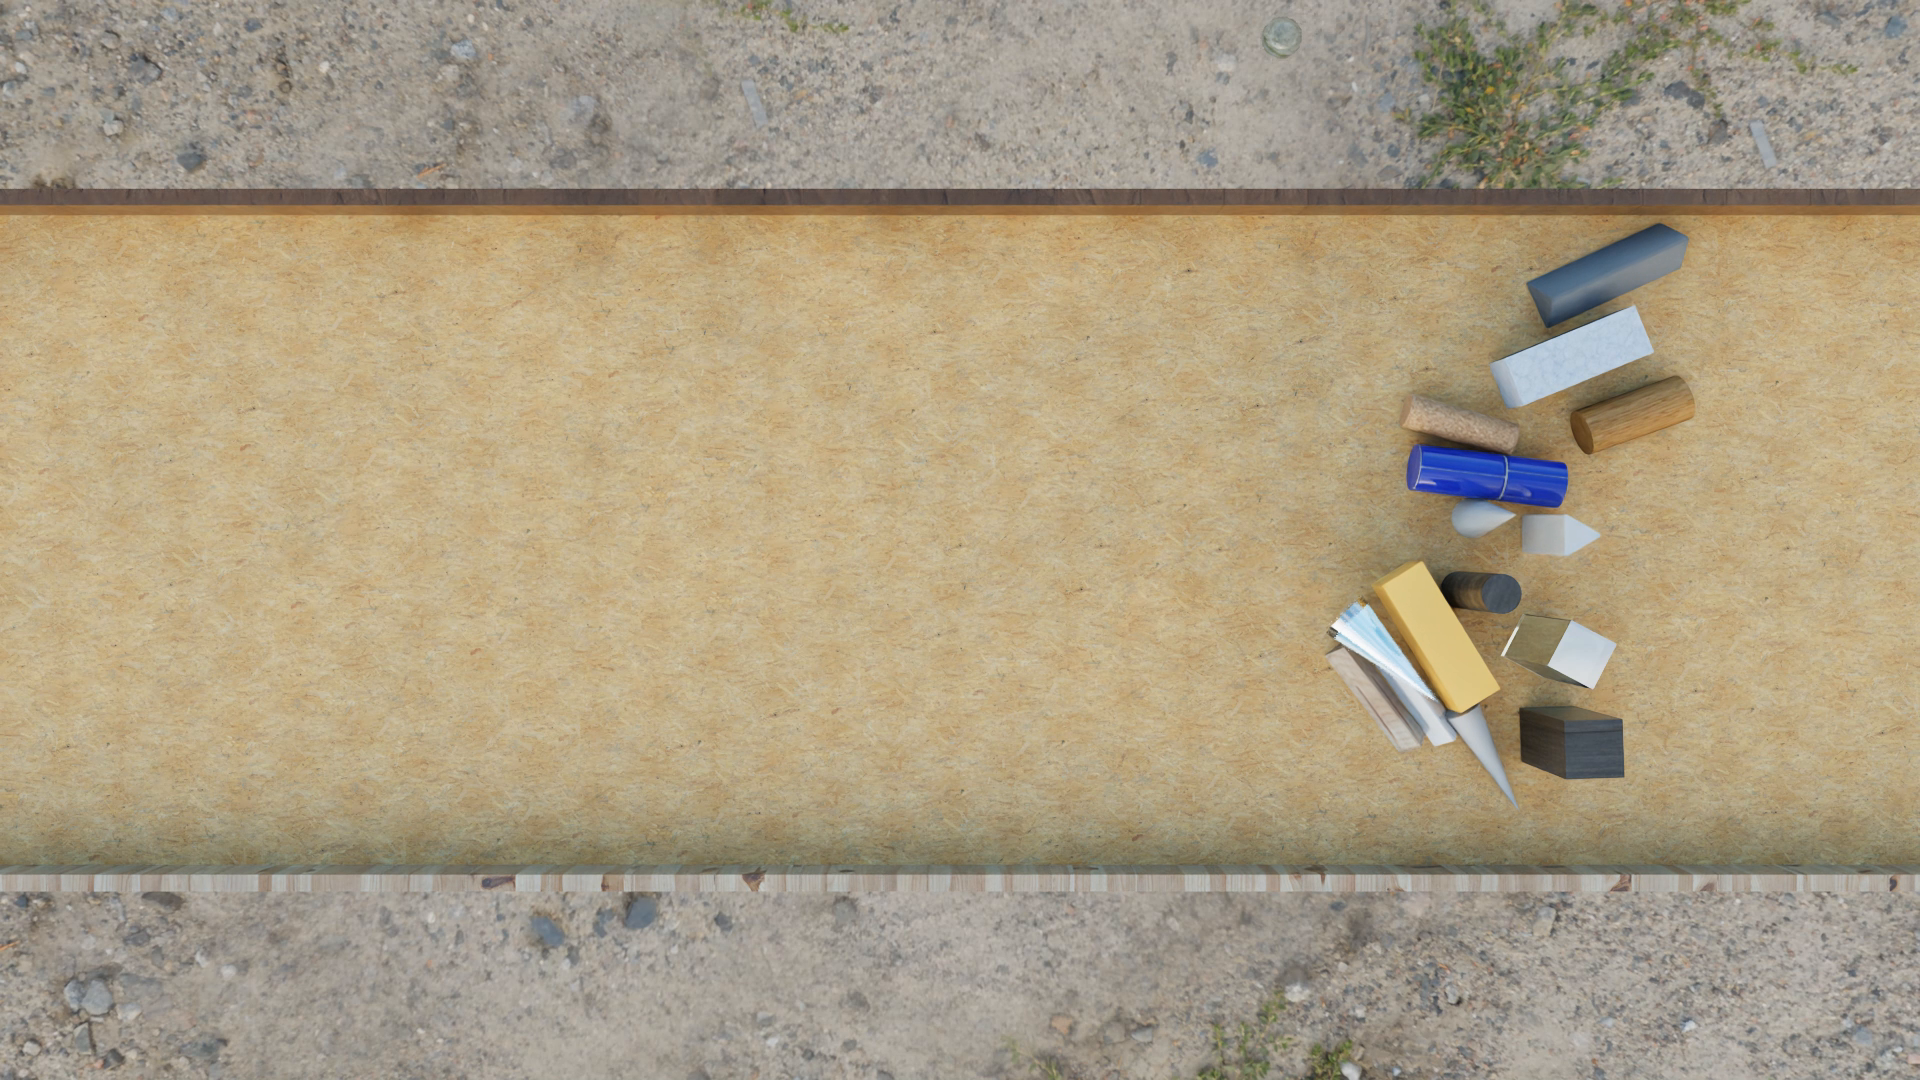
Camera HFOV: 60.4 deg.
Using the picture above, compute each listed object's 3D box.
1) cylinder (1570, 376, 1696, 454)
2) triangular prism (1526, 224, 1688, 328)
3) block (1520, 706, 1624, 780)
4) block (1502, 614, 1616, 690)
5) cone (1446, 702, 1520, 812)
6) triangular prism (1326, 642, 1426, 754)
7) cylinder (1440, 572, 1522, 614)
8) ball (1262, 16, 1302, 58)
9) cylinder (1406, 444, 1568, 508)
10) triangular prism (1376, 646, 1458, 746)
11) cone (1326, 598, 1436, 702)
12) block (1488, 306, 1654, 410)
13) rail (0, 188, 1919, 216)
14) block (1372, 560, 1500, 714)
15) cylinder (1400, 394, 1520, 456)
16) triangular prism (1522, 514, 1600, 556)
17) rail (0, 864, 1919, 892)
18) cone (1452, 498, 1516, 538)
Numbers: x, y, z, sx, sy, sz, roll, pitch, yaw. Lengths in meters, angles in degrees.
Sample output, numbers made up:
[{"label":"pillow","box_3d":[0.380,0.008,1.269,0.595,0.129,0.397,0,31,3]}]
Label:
[{"label":"cylinder","box_3d":[2.040,-0.379,5.006,0.324,0.141,0.141,-19,90,0]},{"label":"triangular prism","box_3d":[1.978,-0.813,5.007,0.449,0.132,0.153,-24,90,0]},{"label":"block","box_3d":[1.808,0.596,4.888,0.167,0.378,0.167,-2,90,0]},{"label":"block","box_3d":[1.763,0.325,4.874,0.145,0.404,0.145,28,90,0]},{"label":"cone","box_3d":[1.627,0.677,5.049,0.109,0.109,0.387,-31,98,0]},{"label":"triangular prism","box_3d":[1.276,0.477,5.033,0.096,0.083,0.383,-38,90,0]},{"label":"cylinder","box_3d":[1.536,0.153,4.877,0.114,0.399,0.114,0,90,0]},{"label":"ball","box_3d":[1.767,-2.759,9.060,0.221,0.221,0.221,0,90,0]},{"label":"cylinder","box_3d":[1.597,-0.194,5.006,0.445,0.142,0.142,7,90,0]},{"label":"triangular prism","box_3d":[1.405,0.479,5.034,0.093,0.080,0.316,-36,90,0]},{"label":"cone","box_3d":[1.294,0.356,4.959,0.156,0.156,0.374,-45,77,0]},{"label":"block","box_3d":[1.850,-0.552,5.001,0.420,0.152,0.152,-22,90,0]},{"label":"rail","box_3d":[-2.247,-1.025,5.002,12.000,0.150,0.050,0,90,0]},{"label":"block","box_3d":[1.441,0.291,5.007,0.139,0.139,0.449,-32,90,0]},{"label":"cylinder","box_3d":[1.521,-0.350,5.025,0.336,0.103,0.103,16,90,0]},{"label":"triangular prism","box_3d":[1.760,-0.031,4.902,0.118,0.348,0.102,-30,91,0]},{"label":"rail","box_3d":[-2.247,1.025,5.001,12.000,0.150,0.050,0,90,0]},{"label":"cone","box_3d":[1.569,-0.070,4.850,0.128,0.449,0.128,0,90,2]}]
